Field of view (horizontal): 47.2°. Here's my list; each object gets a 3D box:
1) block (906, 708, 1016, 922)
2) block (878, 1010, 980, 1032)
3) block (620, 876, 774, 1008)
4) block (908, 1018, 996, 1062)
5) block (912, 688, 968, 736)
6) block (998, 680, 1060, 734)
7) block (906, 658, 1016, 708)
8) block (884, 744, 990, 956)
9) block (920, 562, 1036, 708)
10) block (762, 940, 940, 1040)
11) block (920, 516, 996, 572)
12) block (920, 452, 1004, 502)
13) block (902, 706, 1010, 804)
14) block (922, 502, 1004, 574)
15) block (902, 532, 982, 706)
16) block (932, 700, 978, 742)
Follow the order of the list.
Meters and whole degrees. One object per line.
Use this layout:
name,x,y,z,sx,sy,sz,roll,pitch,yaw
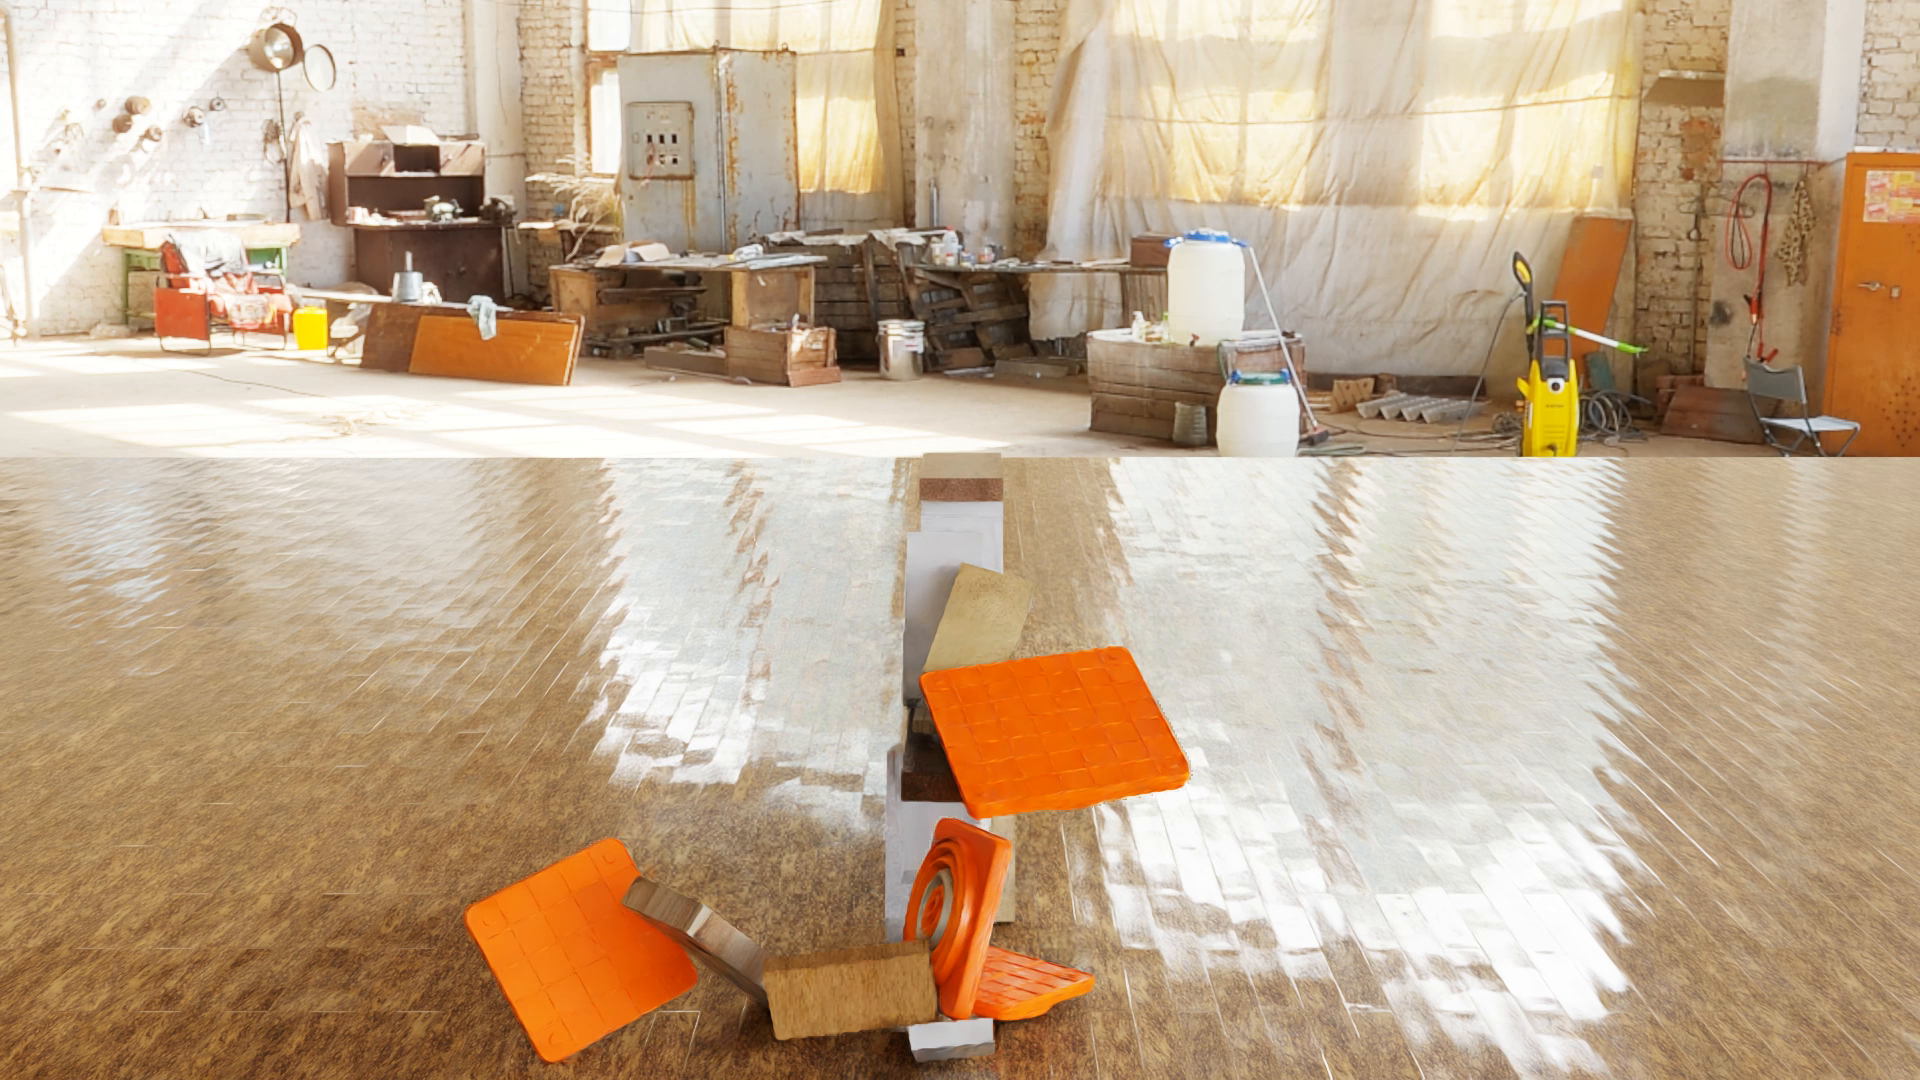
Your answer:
block,0.002,0.436,3.540,0.174,0.347,0.049,0,0,0
block,-0.082,0.654,3.001,0.107,0.030,0.213,-3,-14,40
block,-0.318,0.579,3.066,0.156,0.044,0.311,12,-26,46
block,-0.009,0.660,2.898,0.107,0.030,0.213,-5,-17,0
block,-0.029,0.256,3.321,0.070,0.020,0.140,5,19,4
block,0.079,0.246,3.387,0.140,0.020,0.070,31,19,13
block,0.002,0.211,3.653,0.174,0.049,0.347,0,11,0
block,-0.035,0.479,3.407,0.156,0.311,0.044,5,11,20
block,0.030,0.145,3.406,0.122,0.035,0.244,16,45,5
block,-0.140,0.581,2.836,0.213,0.107,0.030,-7,24,3
block,-0.004,0.084,3.568,0.122,0.244,0.035,0,-17,1
block,0.003,-0.106,3.655,0.134,0.038,0.268,0,11,0
block,-0.003,0.319,3.305,0.156,0.044,0.311,1,13,1
block,0.004,0.055,3.630,0.134,0.268,0.038,0,-7,1
block,-0.027,0.124,3.499,0.122,0.285,0.035,1,-25,0
block,-0.011,0.275,3.352,0.070,0.020,0.139,0,14,-4
